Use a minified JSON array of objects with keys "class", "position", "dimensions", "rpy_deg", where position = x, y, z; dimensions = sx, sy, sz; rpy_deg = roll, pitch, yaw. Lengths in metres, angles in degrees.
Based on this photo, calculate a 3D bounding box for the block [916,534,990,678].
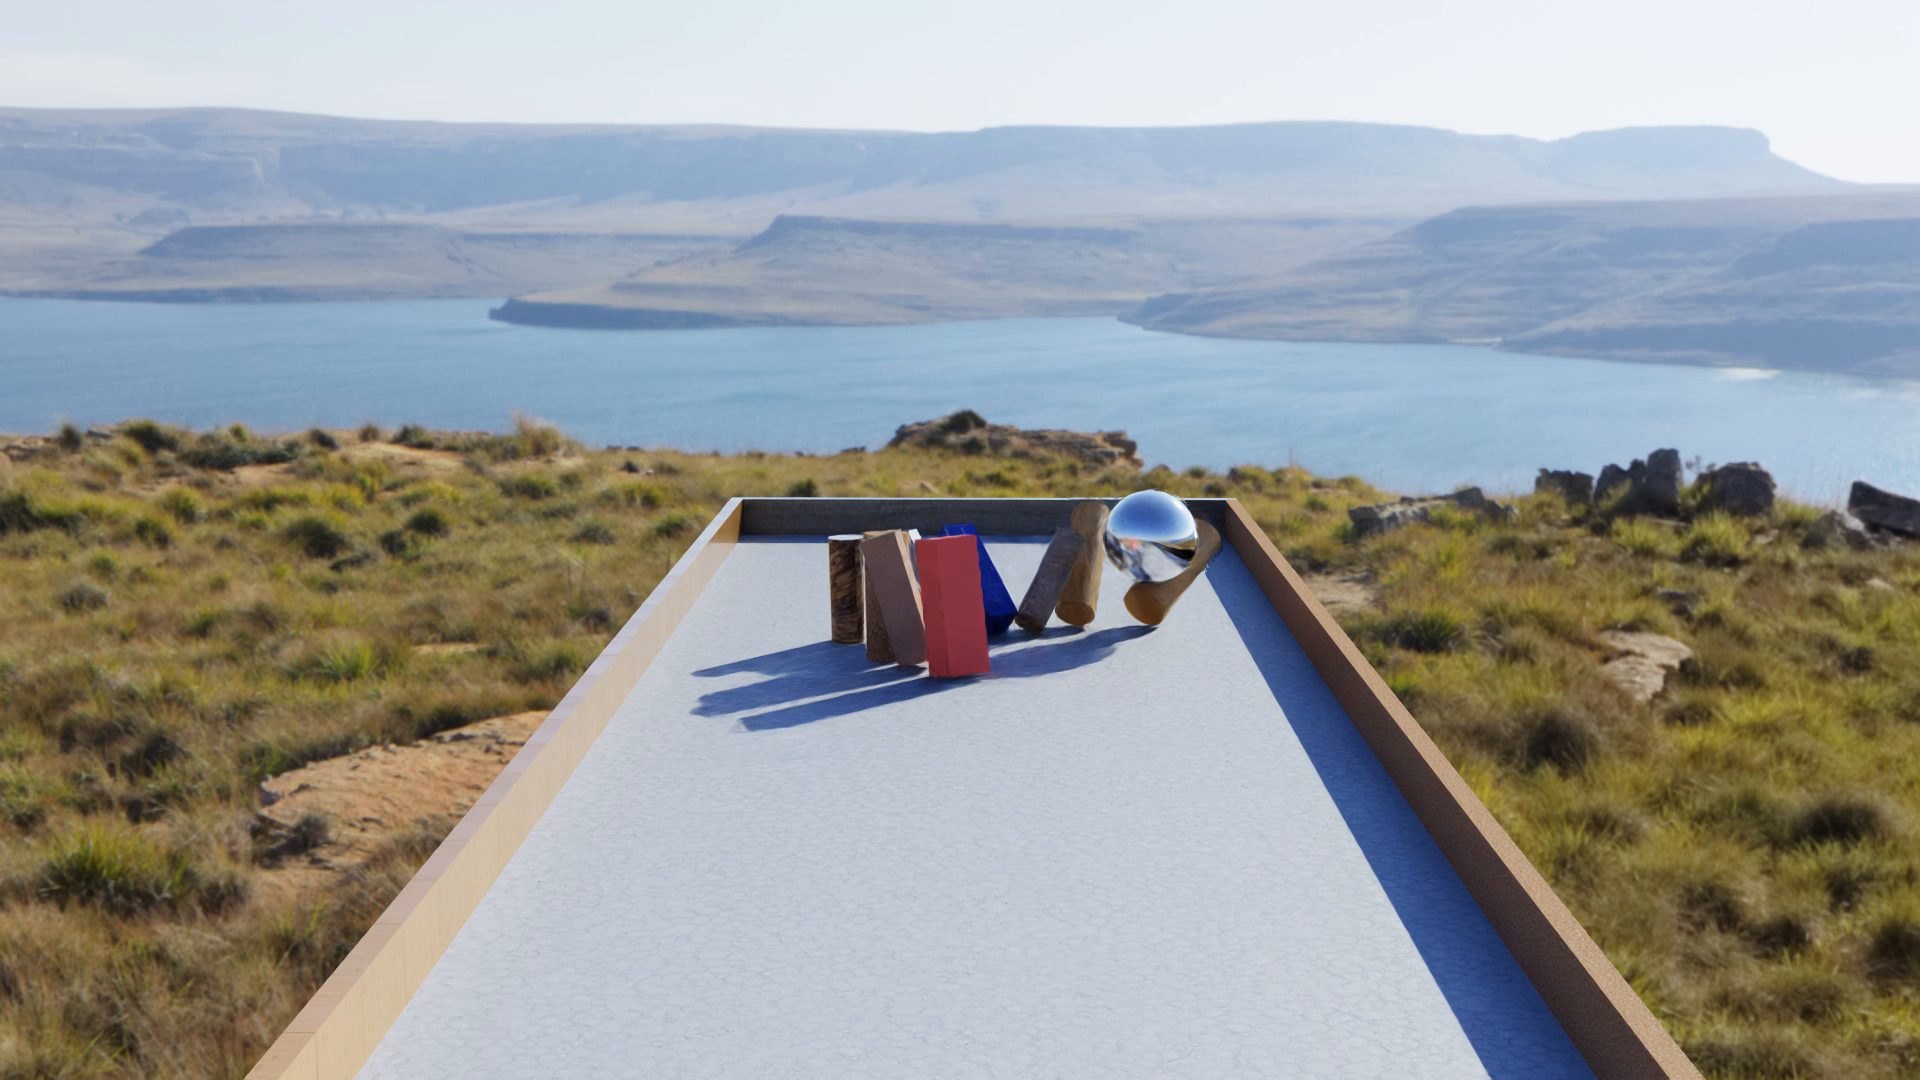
[{"class":"block","position":[-0.021,0.193,6.443],"dimensions":[0.133,0.403,0.133],"rpy_deg":[-7,2,-28]}]

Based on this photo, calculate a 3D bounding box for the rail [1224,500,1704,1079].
[{"class":"rail","position":[1.046,0.843,3.208],"dimensions":[0.050,0.150,12.000],"rpy_deg":[0,9,1]}]

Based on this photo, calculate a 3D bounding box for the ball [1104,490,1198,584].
[{"class":"ball","position":[0.615,-0.009,7.103],"dimensions":[0.305,0.305,0.305],"rpy_deg":[0,9,0]}]

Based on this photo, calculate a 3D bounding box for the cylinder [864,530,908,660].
[{"class":"cylinder","position":[-0.222,0.168,6.703],"dimensions":[0.135,0.383,0.135],"rpy_deg":[-1,6,0]}]

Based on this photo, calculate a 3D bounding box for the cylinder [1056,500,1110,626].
[{"class":"cylinder","position":[0.411,0.074,7.316],"dimensions":[0.132,0.132,0.427],"rpy_deg":[2,51,12]}]

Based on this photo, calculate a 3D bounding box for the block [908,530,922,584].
[{"class":"block","position":[-0.140,0.140,6.999],"dimensions":[0.133,0.318,0.133],"rpy_deg":[-27,-2,12]}]

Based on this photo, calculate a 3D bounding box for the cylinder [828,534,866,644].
[{"class":"cylinder","position":[-0.357,0.155,6.965],"dimensions":[0.110,0.331,0.110],"rpy_deg":[-1,9,0]}]

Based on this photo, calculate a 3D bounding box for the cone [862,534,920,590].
[{"class":"cone","position":[-0.183,0.132,6.907],"dimensions":[0.128,0.433,0.128],"rpy_deg":[-37,-13,-10]}]

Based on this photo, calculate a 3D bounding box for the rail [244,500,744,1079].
[{"class":"rail","position":[-1.004,0.839,3.234],"dimensions":[0.050,0.150,12.000],"rpy_deg":[0,9,1]}]

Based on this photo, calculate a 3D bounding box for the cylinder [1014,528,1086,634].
[{"class":"cylinder","position":[0.292,0.131,7.139],"dimensions":[0.104,0.348,0.104],"rpy_deg":[22,-25,11]}]

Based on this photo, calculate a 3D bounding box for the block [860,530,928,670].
[{"class":"block","position":[-0.180,0.175,6.571],"dimensions":[0.108,0.396,0.108],"rpy_deg":[-17,3,9]}]

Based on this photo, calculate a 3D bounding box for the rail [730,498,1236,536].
[{"class":"rail","position":[0.099,-0.098,9.147],"dimensions":[2.100,0.150,0.050],"rpy_deg":[0,9,1]}]

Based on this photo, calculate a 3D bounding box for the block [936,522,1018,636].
[{"class":"block","position":[0.044,0.127,7.123],"dimensions":[0.114,0.114,0.373],"rpy_deg":[-6,54,-32]}]

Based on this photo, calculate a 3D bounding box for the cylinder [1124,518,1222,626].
[{"class":"cylinder","position":[0.708,0.103,7.302],"dimensions":[0.151,0.151,0.387],"rpy_deg":[8,43,40]}]
